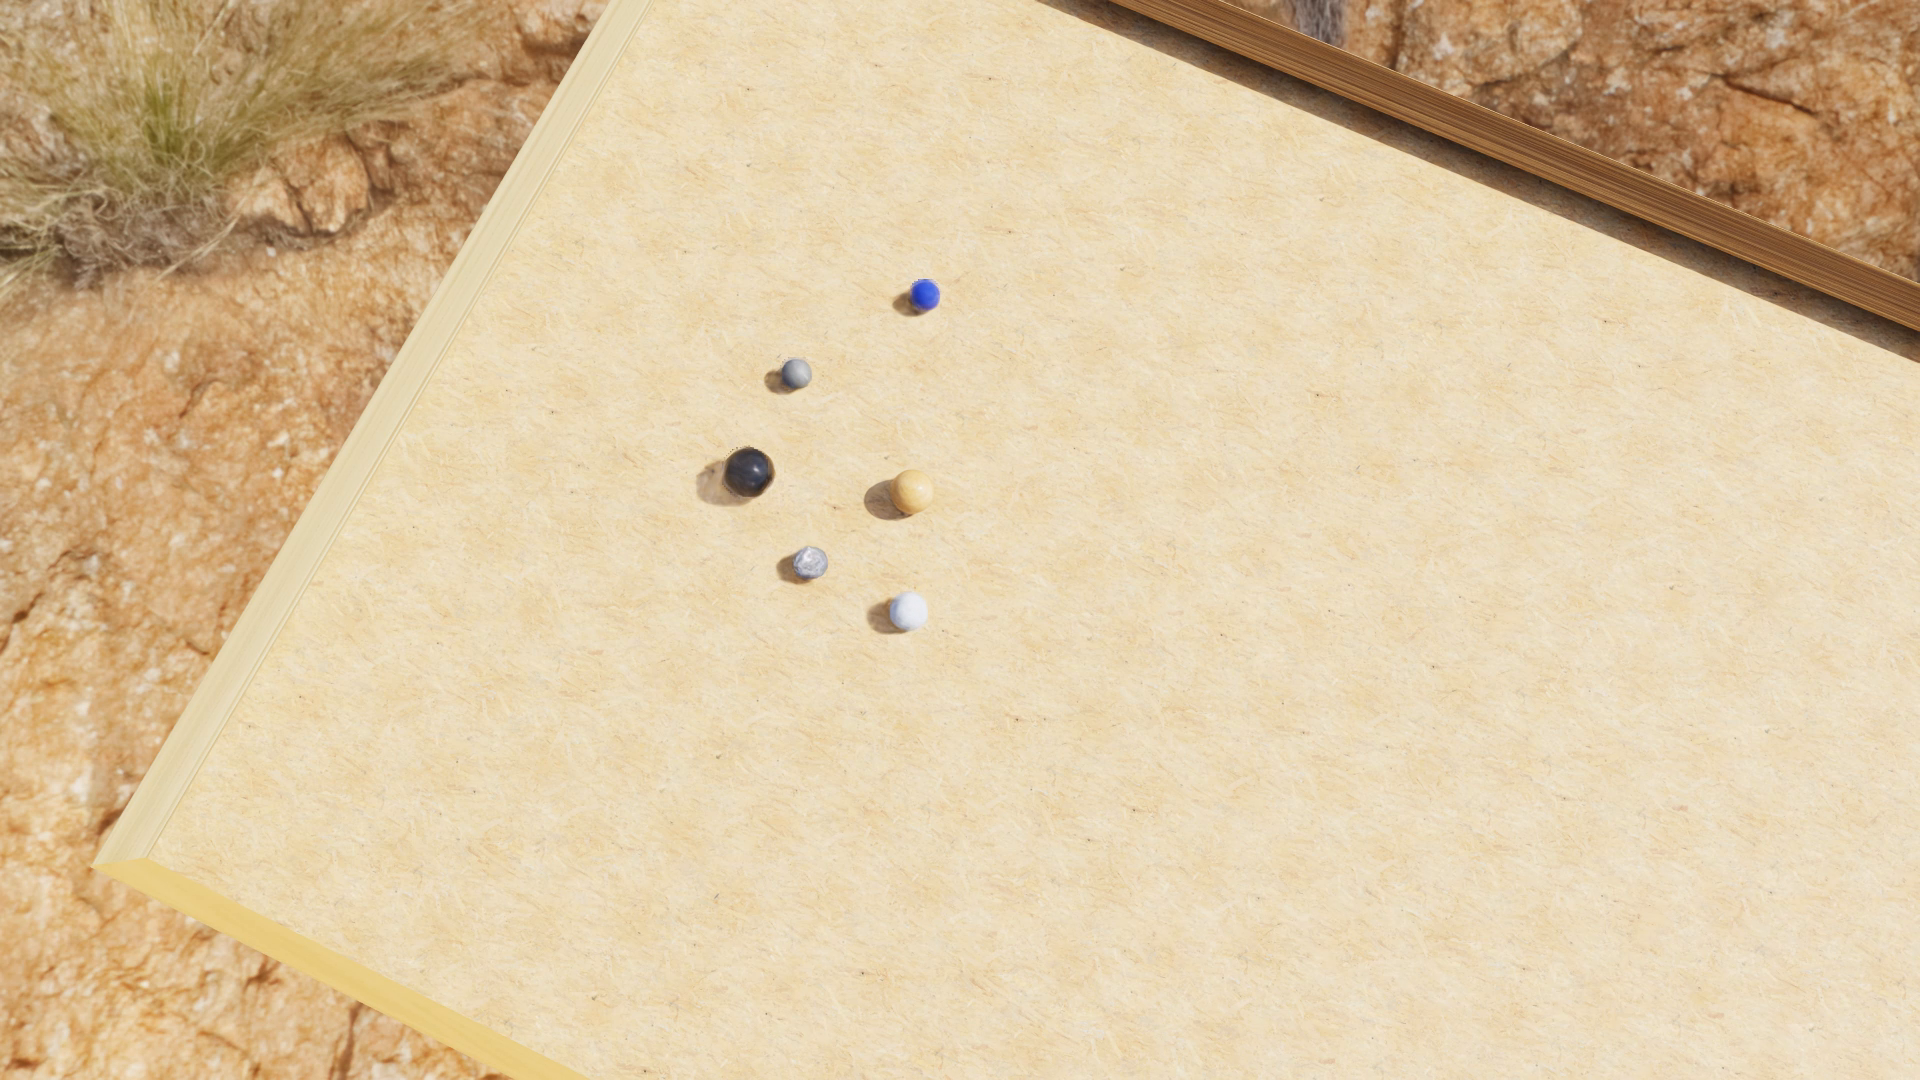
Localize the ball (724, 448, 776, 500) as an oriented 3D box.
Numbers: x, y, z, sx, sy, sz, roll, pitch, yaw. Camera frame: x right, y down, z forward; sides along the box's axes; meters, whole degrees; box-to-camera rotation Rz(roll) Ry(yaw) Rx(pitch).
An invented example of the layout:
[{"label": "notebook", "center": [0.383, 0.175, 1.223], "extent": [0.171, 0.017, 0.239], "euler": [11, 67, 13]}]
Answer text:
[{"label": "ball", "center": [-0.329, -0.104, 3.435], "extent": [0.082, 0.082, 0.082], "euler": [0, 72, 0]}]

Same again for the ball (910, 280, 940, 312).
[{"label": "ball", "center": [-0.056, -0.393, 3.548], "extent": [0.050, 0.050, 0.050], "euler": [0, 72, 0]}]

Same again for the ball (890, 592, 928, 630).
[{"label": "ball", "center": [-0.079, 0.109, 3.376], "extent": [0.059, 0.059, 0.059], "euler": [0, 72, 0]}]

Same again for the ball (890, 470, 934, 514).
[{"label": "ball", "center": [-0.074, -0.076, 3.432], "extent": [0.070, 0.070, 0.070], "euler": [0, 72, 0]}]

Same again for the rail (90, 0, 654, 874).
[{"label": "rail", "center": [-0.804, -0.368, 3.509], "extent": [0.045, 0.106, 2.019], "euler": [24, 73, 8]}]

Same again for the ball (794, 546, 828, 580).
[{"label": "ball", "center": [-0.230, 0.036, 3.404], "extent": [0.052, 0.052, 0.052], "euler": [0, 72, 0]}]

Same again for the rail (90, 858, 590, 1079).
[{"label": "rail", "center": [0.404, 1.209, 2.986], "extent": [3.651, 0.106, 0.045], "euler": [24, 73, 8]}]

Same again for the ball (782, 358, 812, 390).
[{"label": "ball", "center": [-0.260, -0.264, 3.505], "extent": [0.050, 0.050, 0.050], "euler": [0, 72, 0]}]

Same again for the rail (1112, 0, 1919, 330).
[{"label": "rail", "center": [1.247, -0.482, 3.547], "extent": [3.651, 0.106, 0.045], "euler": [24, 73, 8]}]
